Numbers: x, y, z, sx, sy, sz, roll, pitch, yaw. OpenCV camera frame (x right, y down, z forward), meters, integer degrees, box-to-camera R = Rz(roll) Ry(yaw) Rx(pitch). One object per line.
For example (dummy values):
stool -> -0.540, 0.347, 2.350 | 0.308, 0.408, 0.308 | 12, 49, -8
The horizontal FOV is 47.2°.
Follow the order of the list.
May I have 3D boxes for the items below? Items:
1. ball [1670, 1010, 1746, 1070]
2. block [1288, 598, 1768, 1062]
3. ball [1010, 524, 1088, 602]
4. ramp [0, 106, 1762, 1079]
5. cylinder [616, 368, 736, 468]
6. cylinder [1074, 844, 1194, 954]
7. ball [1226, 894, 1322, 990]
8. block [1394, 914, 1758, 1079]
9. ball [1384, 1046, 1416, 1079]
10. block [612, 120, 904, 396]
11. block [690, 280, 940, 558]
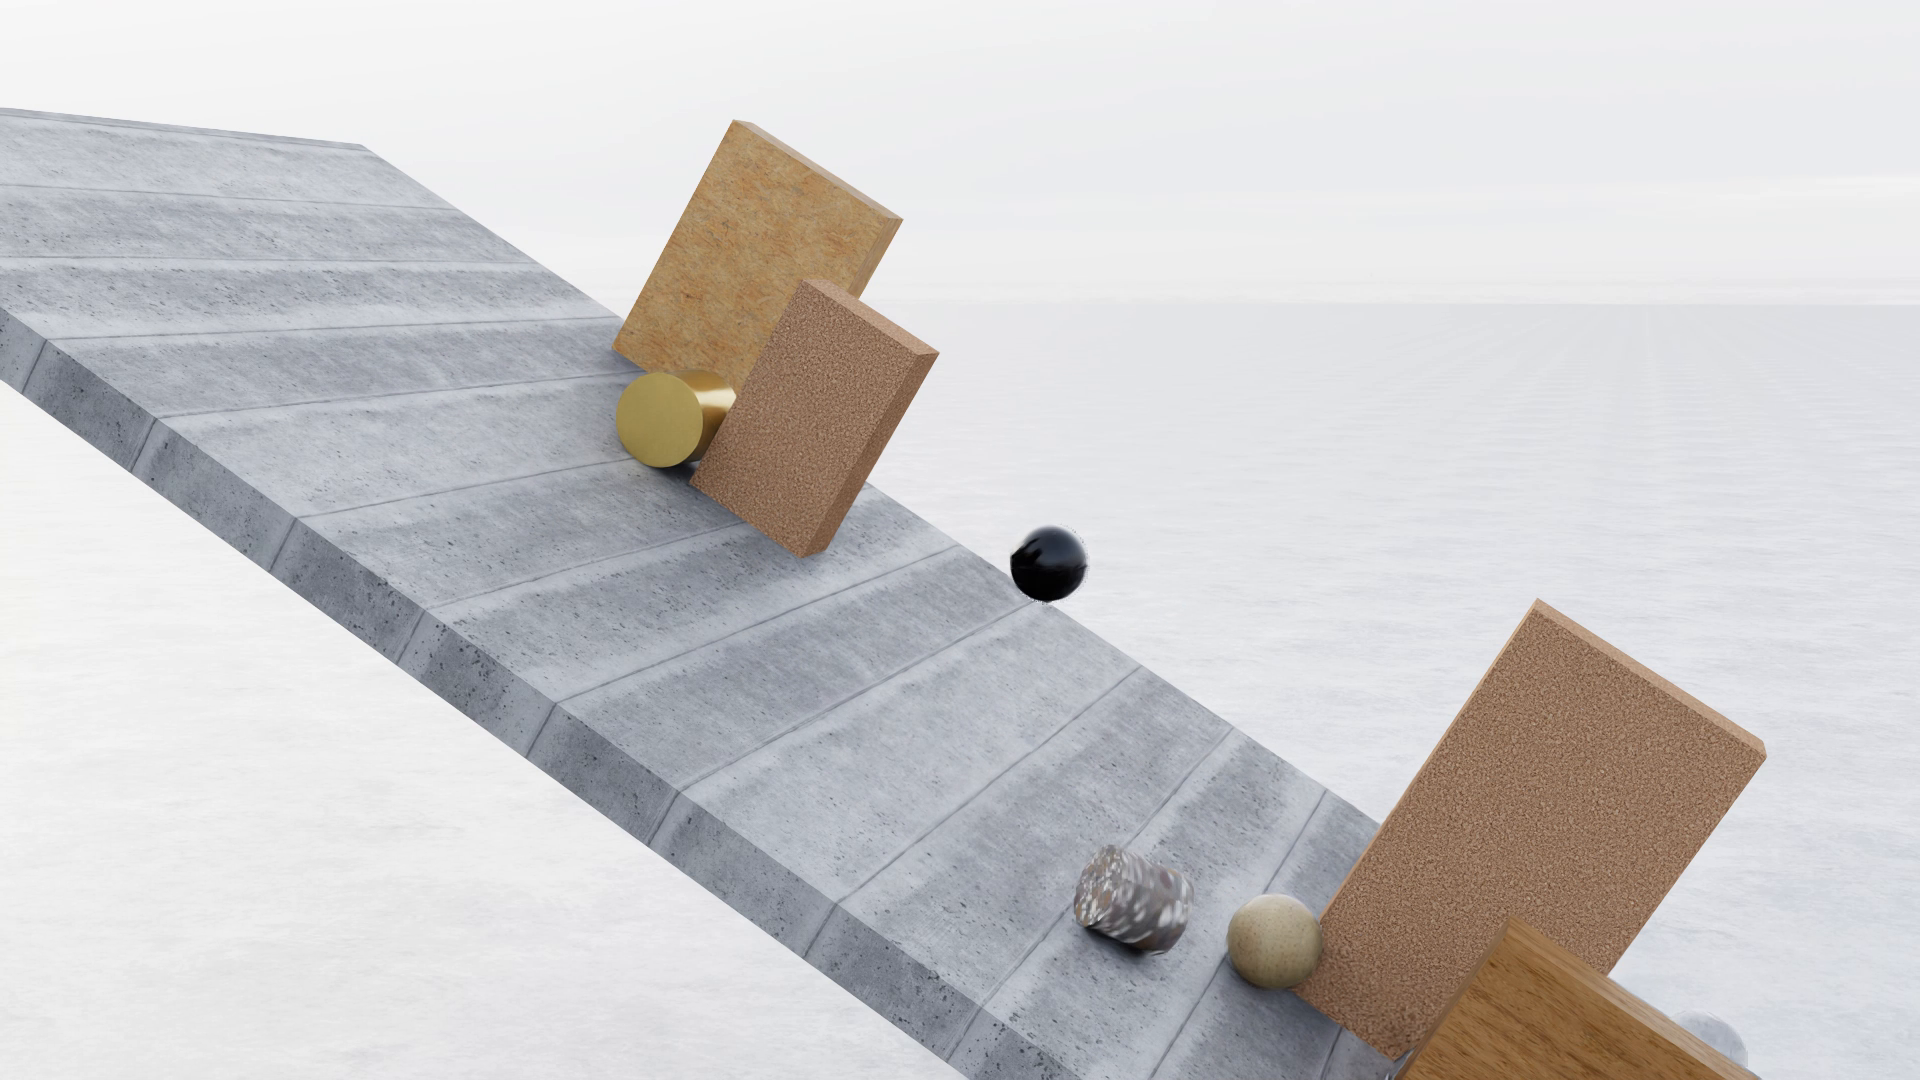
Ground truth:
ball -> 1.435, 1.005, 4.276 | 0.178, 0.178, 0.178 | 0, 7, 0
block -> 0.920, 0.536, 3.639 | 0.423, 0.768, 0.126 | 34, 15, 11
ball -> 0.201, 0.052, 4.991 | 0.178, 0.178, 0.178 | 0, 7, 0
ramp -> -0.162, 0.268, 4.117 | 4.000, 0.100, 2.000 | 34, 15, 11
cylinder -> -0.568, -0.248, 4.445 | 0.189, 0.189, 0.189 | 2, 7, 17
cylinder -> 0.277, 0.573, 3.505 | 0.137, 0.137, 0.137 | 25, -2, -20
ball -> 0.521, 0.665, 3.645 | 0.157, 0.157, 0.157 | 0, 7, 0
block -> 0.830, 0.834, 3.128 | 0.400, 0.443, 0.097 | 34, 15, 11
ball -> 0.736, 0.862, 3.337 | 0.198, 0.198, 0.198 | 0, 7, 0
block -> -0.459, -0.575, 4.937 | 0.422, 0.590, 0.111 | 34, 15, 11
block -> -0.292, -0.245, 4.407 | 0.280, 0.476, 0.141 | 34, 15, 11
